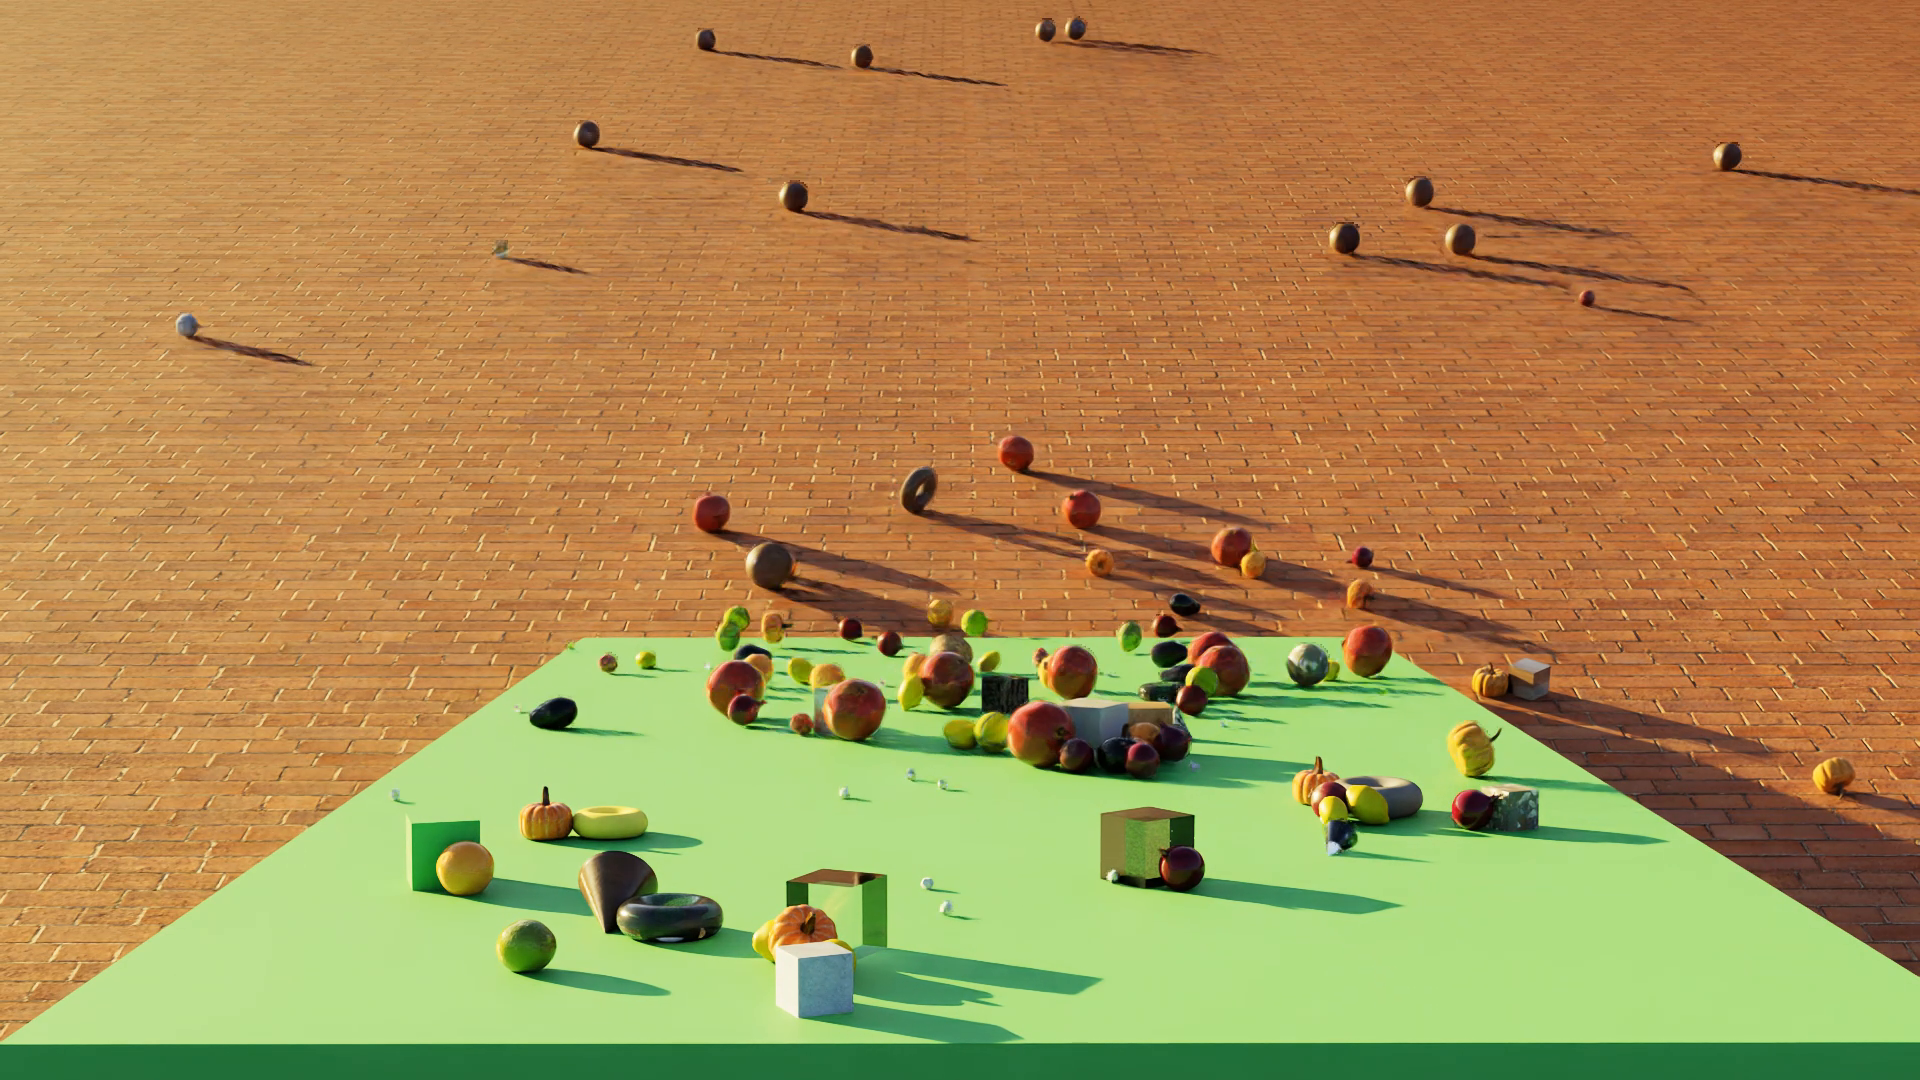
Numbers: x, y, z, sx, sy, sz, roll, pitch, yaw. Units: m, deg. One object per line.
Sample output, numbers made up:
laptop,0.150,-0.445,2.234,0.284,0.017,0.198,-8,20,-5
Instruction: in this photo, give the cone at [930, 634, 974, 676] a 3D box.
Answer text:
cone,-0.029,0.277,5.707,0.099,0.099,0.099,4,31,11

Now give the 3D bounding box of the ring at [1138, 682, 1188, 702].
ring,0.415,0.310,5.245,0.102,0.034,0.102,0,3,0

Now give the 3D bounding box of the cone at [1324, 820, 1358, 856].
cone,0.517,0.422,3.547,0.050,0.050,0.050,11,35,27

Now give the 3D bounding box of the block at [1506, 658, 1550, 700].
block,1.423,0.348,6.423,0.074,0.074,0.074,-18,27,-40

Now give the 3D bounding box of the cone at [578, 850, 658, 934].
cone,-0.417,0.441,3.077,0.098,0.098,0.098,1,30,2

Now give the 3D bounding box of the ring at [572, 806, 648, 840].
ring,-0.504,0.407,3.693,0.110,0.037,0.110,1,3,0

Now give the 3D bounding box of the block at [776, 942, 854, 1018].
block,-0.152,0.457,2.674,0.062,0.062,0.062,-2,4,-26

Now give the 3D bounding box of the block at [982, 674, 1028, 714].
block,0.089,0.305,5.069,0.068,0.068,0.068,-2,4,-33

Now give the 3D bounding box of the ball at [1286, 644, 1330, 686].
ball,0.744,0.267,5.492,0.090,0.090,0.090,0,20,0

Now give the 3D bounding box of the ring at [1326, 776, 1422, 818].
ring,0.625,0.389,3.877,0.146,0.049,0.146,-1,5,0

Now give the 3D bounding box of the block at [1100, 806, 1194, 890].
block,0.245,0.402,3.358,0.087,0.087,0.087,-3,5,-39

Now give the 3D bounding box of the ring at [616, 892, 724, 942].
ring,-0.342,0.445,3.029,0.127,0.042,0.127,1,3,0

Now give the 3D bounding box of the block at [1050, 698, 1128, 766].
block,0.222,0.330,4.413,0.099,0.099,0.099,2,4,32

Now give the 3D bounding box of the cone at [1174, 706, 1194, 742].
cone,0.393,0.332,4.671,0.063,0.063,0.063,0,4,0

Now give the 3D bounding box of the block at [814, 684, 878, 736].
block,-0.212,0.315,4.768,0.085,0.085,0.085,2,4,29

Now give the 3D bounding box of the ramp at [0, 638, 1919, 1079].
ramp,0.047,0.422,4.534,2.000,0.100,4.000,0,4,0

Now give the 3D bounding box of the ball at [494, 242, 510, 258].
ball,-1.918,-1.214,10.733,0.066,0.066,0.066,0,20,0

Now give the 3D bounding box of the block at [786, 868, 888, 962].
block,-0.141,0.429,2.940,0.085,0.085,0.085,2,4,26

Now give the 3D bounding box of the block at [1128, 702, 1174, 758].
block,0.322,0.331,4.482,0.087,0.087,0.087,0,4,-5

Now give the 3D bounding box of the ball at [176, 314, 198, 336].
ball,-2.880,-0.799,9.566,0.085,0.085,0.085,0,20,0

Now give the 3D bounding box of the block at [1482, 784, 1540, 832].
block,0.804,0.391,3.752,0.058,0.058,0.058,-2,4,-29

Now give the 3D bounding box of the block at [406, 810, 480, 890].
block,-0.673,0.403,3.344,0.087,0.087,0.087,-1,4,-17
